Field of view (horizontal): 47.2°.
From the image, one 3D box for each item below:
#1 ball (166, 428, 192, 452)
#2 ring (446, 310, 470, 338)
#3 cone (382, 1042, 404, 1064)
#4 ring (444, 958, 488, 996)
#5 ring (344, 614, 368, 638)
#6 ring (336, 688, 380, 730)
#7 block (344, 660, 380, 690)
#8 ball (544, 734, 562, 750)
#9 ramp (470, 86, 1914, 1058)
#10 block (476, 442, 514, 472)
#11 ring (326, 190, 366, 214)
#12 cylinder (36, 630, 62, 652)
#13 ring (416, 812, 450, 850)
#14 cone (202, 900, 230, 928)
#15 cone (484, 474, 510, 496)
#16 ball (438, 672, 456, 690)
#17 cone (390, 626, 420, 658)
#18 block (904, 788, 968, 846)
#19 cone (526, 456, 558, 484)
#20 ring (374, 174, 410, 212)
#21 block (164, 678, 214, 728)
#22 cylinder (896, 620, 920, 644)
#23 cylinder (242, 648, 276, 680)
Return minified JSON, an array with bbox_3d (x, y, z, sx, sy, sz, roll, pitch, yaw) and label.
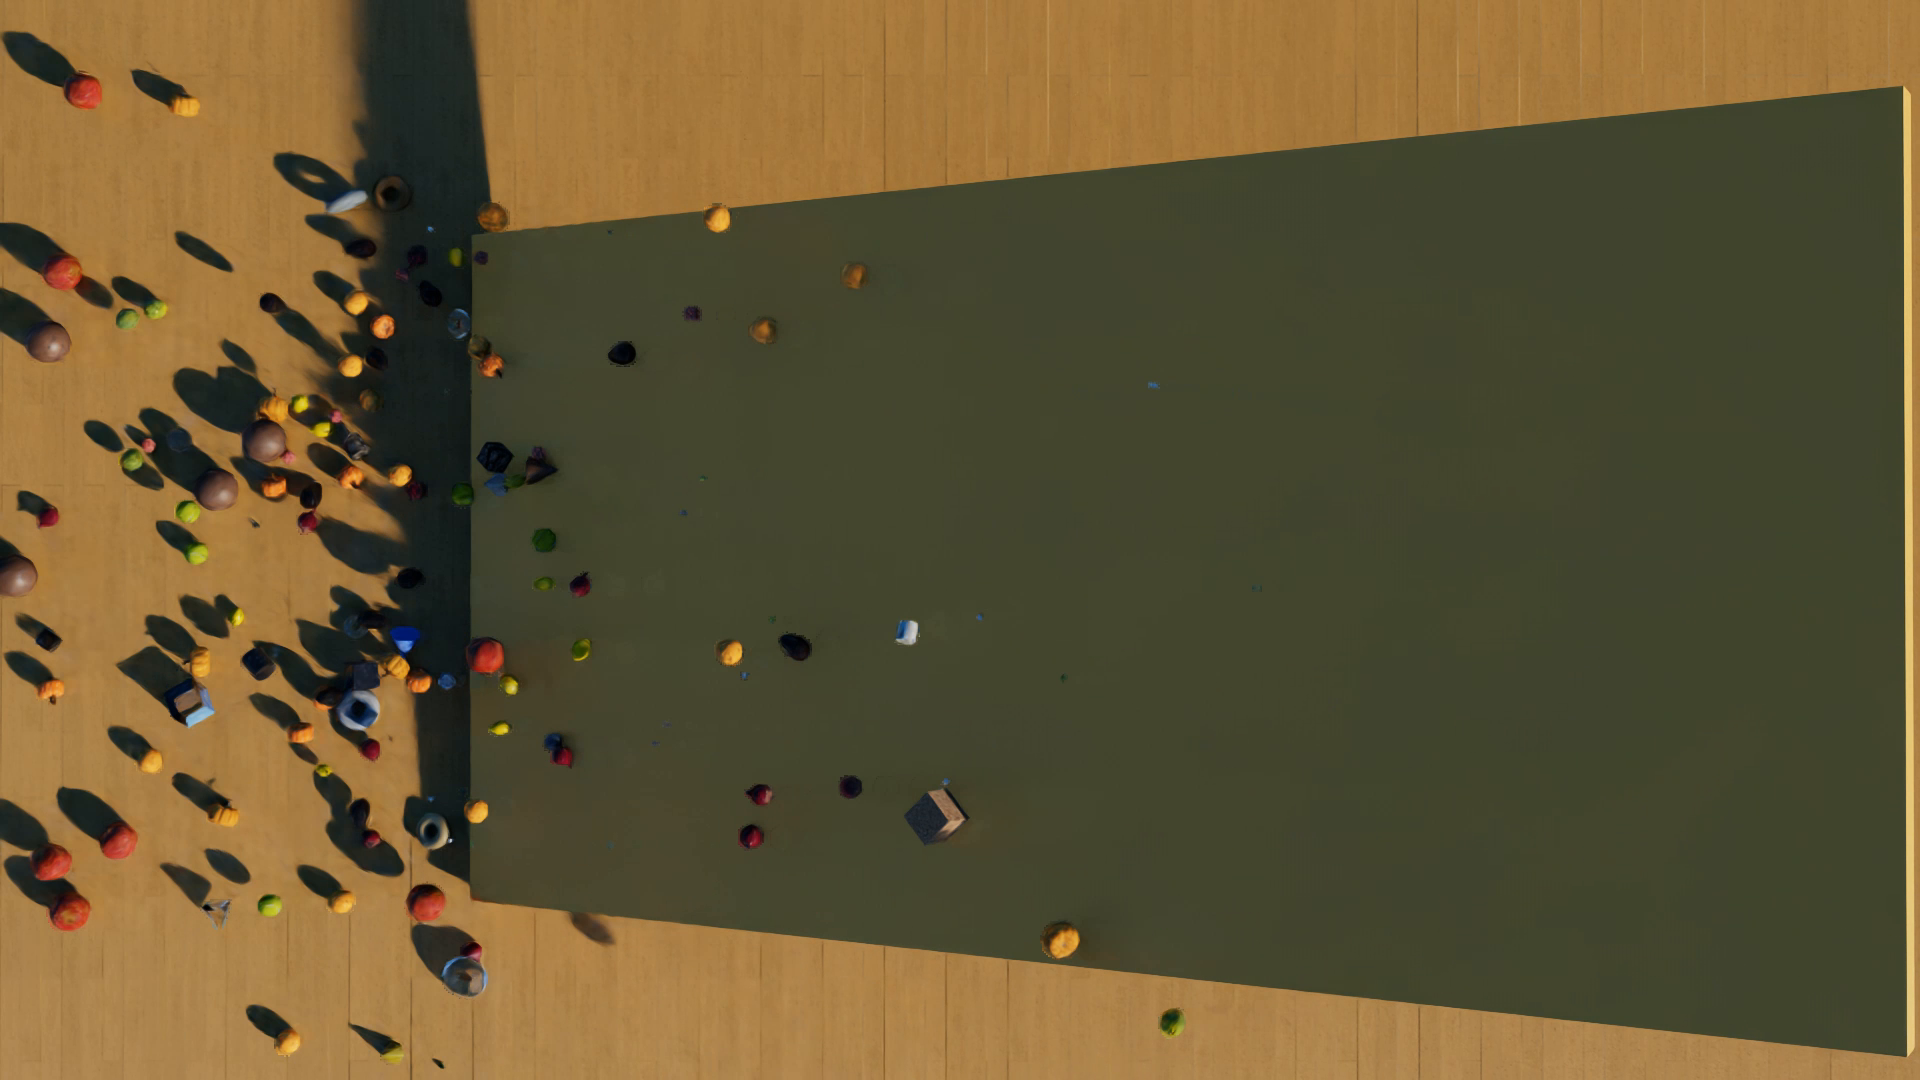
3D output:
[{"bbox_3d":[-2.365,-0.304,6.660,0.074,0.074,0.074,0,89,0],"label":"ball"},{"bbox_3d":[-1.510,-0.652,6.623,0.088,0.029,0.088,2,93,35],"label":"ring"},{"bbox_3d":[-1.729,1.552,6.637,0.068,0.068,0.068,-1,88,19],"label":"cone"},{"bbox_3d":[-1.494,1.319,6.639,0.139,0.046,0.139,4,119,8],"label":"ring"},{"bbox_3d":[-1.834,0.262,6.678,0.076,0.025,0.076,0,87,3],"label":"ring"},{"bbox_3d":[-1.825,0.511,6.668,0.132,0.044,0.132,0,89,1],"label":"ring"},{"bbox_3d":[-1.801,0.408,6.628,0.077,0.077,0.077,-6,94,-33],"label":"block"},{"bbox_3d":[-1.184,0.587,6.400,0.050,0.050,0.050,0,89,0],"label":"ball"},{"bbox_3d":[0.264,0.073,5.610,4.000,0.100,2.000,0,89,31],"label":"ramp"},{"bbox_3d":[-1.379,-0.246,6.518,0.064,0.064,0.064,43,110,24],"label":"block"},{"bbox_3d":[-1.852,-1.022,6.635,0.129,0.129,0.043,-21,97,0],"label":"ring"},{"bbox_3d":[-2.761,0.306,6.663,0.053,0.053,0.053,32,90,1],"label":"cylinder"},{"bbox_3d":[-1.594,0.880,6.655,0.114,0.038,0.114,-2,86,23],"label":"ring"},{"bbox_3d":[-2.235,1.138,6.627,0.082,0.082,0.082,-4,102,0],"label":"cone"},{"bbox_3d":[-1.387,-0.164,6.518,0.072,0.072,0.072,0,89,31],"label":"cone"},{"bbox_3d":[-1.546,0.425,6.623,0.052,0.052,0.052,0,89,0],"label":"ball"},{"bbox_3d":[-1.685,0.324,6.671,0.090,0.090,0.090,11,116,0],"label":"cone"},{"bbox_3d":[-0.062,0.716,5.686,0.099,0.099,0.099,-47,67,22],"label":"block"},{"bbox_3d":[-1.215,-0.204,6.432,0.086,0.086,0.086,-1,89,5],"label":"cone"},{"bbox_3d":[-1.725,-1.053,6.676,0.117,0.039,0.117,1,103,5],"label":"ring"},{"bbox_3d":[-2.322,0.490,6.627,0.093,0.093,0.093,-29,62,0],"label":"block"},{"bbox_3d":[-0.137,0.239,5.712,0.051,0.051,0.051,15,69,0],"label":"cylinder"},{"bbox_3d":[-2.096,0.371,6.575,0.072,0.072,0.072,-44,72,0],"label":"cylinder"}]
